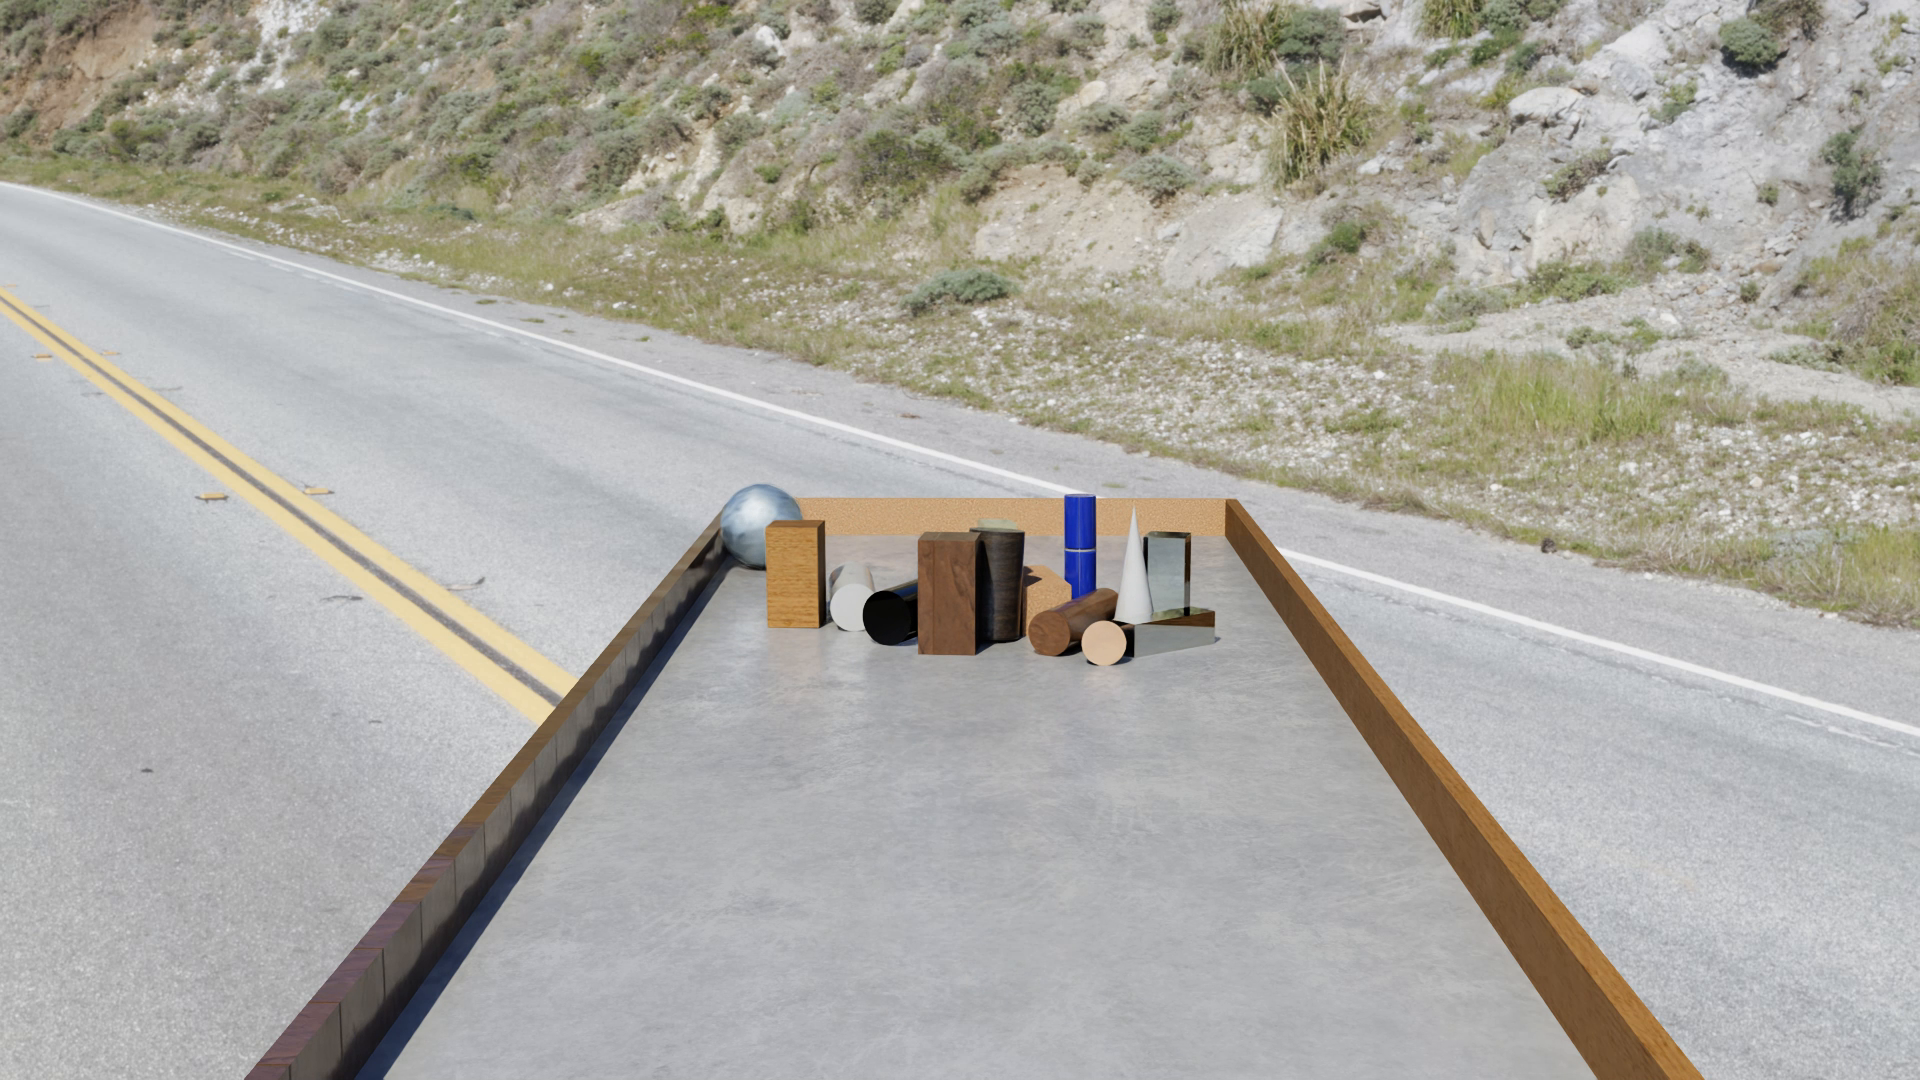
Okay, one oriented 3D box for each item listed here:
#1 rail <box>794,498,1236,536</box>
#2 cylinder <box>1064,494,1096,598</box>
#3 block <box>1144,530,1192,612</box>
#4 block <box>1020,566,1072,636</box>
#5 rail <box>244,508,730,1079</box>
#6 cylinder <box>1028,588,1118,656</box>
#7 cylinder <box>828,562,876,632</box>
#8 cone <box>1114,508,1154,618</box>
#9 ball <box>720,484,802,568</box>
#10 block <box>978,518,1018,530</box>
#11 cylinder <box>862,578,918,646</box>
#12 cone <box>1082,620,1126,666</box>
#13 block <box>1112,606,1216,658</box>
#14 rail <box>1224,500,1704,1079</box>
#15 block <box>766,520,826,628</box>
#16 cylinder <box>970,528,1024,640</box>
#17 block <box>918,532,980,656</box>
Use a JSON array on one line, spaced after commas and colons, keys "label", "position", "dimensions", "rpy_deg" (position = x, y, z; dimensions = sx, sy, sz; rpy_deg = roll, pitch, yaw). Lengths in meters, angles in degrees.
[{"label": "rail", "position": [0.099, -0.098, 9.147], "dimensions": [2.100, 0.150, 0.050], "rpy_deg": [0, 9, 1]}, {"label": "cylinder", "position": [0.395, 0.067, 7.212], "dimensions": [0.106, 0.430, 0.106], "rpy_deg": [-1, 8, 0]}, {"label": "block", "position": [0.676, 0.134, 7.190], "dimensions": [0.135, 0.306, 0.135], "rpy_deg": [2, 9, 15]}, {"label": "block", "position": [0.244, 0.197, 7.255], "dimensions": [0.160, 0.160, 0.394], "rpy_deg": [-2, 9, -10]}, {"label": "rail", "position": [-1.004, 0.839, 3.234], "dimensions": [0.050, 0.150, 12.000], "rpy_deg": [0, 9, 1]}, {"label": "cylinder", "position": [0.373, 0.256, 6.947], "dimensions": [0.141, 0.141, 0.450], "rpy_deg": [4, 10, 26]}, {"label": "cylinder", "position": [-0.358, 0.185, 7.342], "dimensions": [0.157, 0.157, 0.439], "rpy_deg": [-1, 9, -4]}, {"label": "cone", "position": [0.551, 0.104, 6.943], "dimensions": [0.156, 0.438, 0.156], "rpy_deg": [-1, 8, 0]}, {"label": "ball", "position": [-0.752, -0.053, 8.336], "dimensions": [0.316, 0.316, 0.316], "rpy_deg": [0, 9, 0]}, {"label": "block", "position": [0.112, 0.110, 7.192], "dimensions": [0.108, 0.345, 0.108], "rpy_deg": [2, 9, -12]}, {"label": "cylinder", "position": [-0.139, 0.217, 7.078], "dimensions": [0.176, 0.176, 0.400], "rpy_deg": [5, 10, 27]}, {"label": "cone", "position": [0.423, 0.317, 6.795], "dimensions": [0.135, 0.135, 0.343], "rpy_deg": [-1, -2, -4]}, {"label": "block", "position": [0.636, 0.286, 6.866], "dimensions": [0.346, 0.105, 0.105], "rpy_deg": [-7, 11, -38]}, {"label": "rail", "position": [1.046, 0.843, 3.208], "dimensions": [0.050, 0.150, 12.000], "rpy_deg": [0, 9, 1]}, {"label": "block", "position": [-0.539, 0.110, 7.249], "dimensions": [0.170, 0.332, 0.170], "rpy_deg": [0, 9, 5]}, {"label": "cylinder", "position": [0.109, 0.138, 7.003], "dimensions": [0.178, 0.341, 0.178], "rpy_deg": [3, 5, 0]}, {"label": "block", "position": [-0.032, 0.165, 6.832], "dimensions": [0.177, 0.357, 0.177], "rpy_deg": [1, 9, 6]}]
